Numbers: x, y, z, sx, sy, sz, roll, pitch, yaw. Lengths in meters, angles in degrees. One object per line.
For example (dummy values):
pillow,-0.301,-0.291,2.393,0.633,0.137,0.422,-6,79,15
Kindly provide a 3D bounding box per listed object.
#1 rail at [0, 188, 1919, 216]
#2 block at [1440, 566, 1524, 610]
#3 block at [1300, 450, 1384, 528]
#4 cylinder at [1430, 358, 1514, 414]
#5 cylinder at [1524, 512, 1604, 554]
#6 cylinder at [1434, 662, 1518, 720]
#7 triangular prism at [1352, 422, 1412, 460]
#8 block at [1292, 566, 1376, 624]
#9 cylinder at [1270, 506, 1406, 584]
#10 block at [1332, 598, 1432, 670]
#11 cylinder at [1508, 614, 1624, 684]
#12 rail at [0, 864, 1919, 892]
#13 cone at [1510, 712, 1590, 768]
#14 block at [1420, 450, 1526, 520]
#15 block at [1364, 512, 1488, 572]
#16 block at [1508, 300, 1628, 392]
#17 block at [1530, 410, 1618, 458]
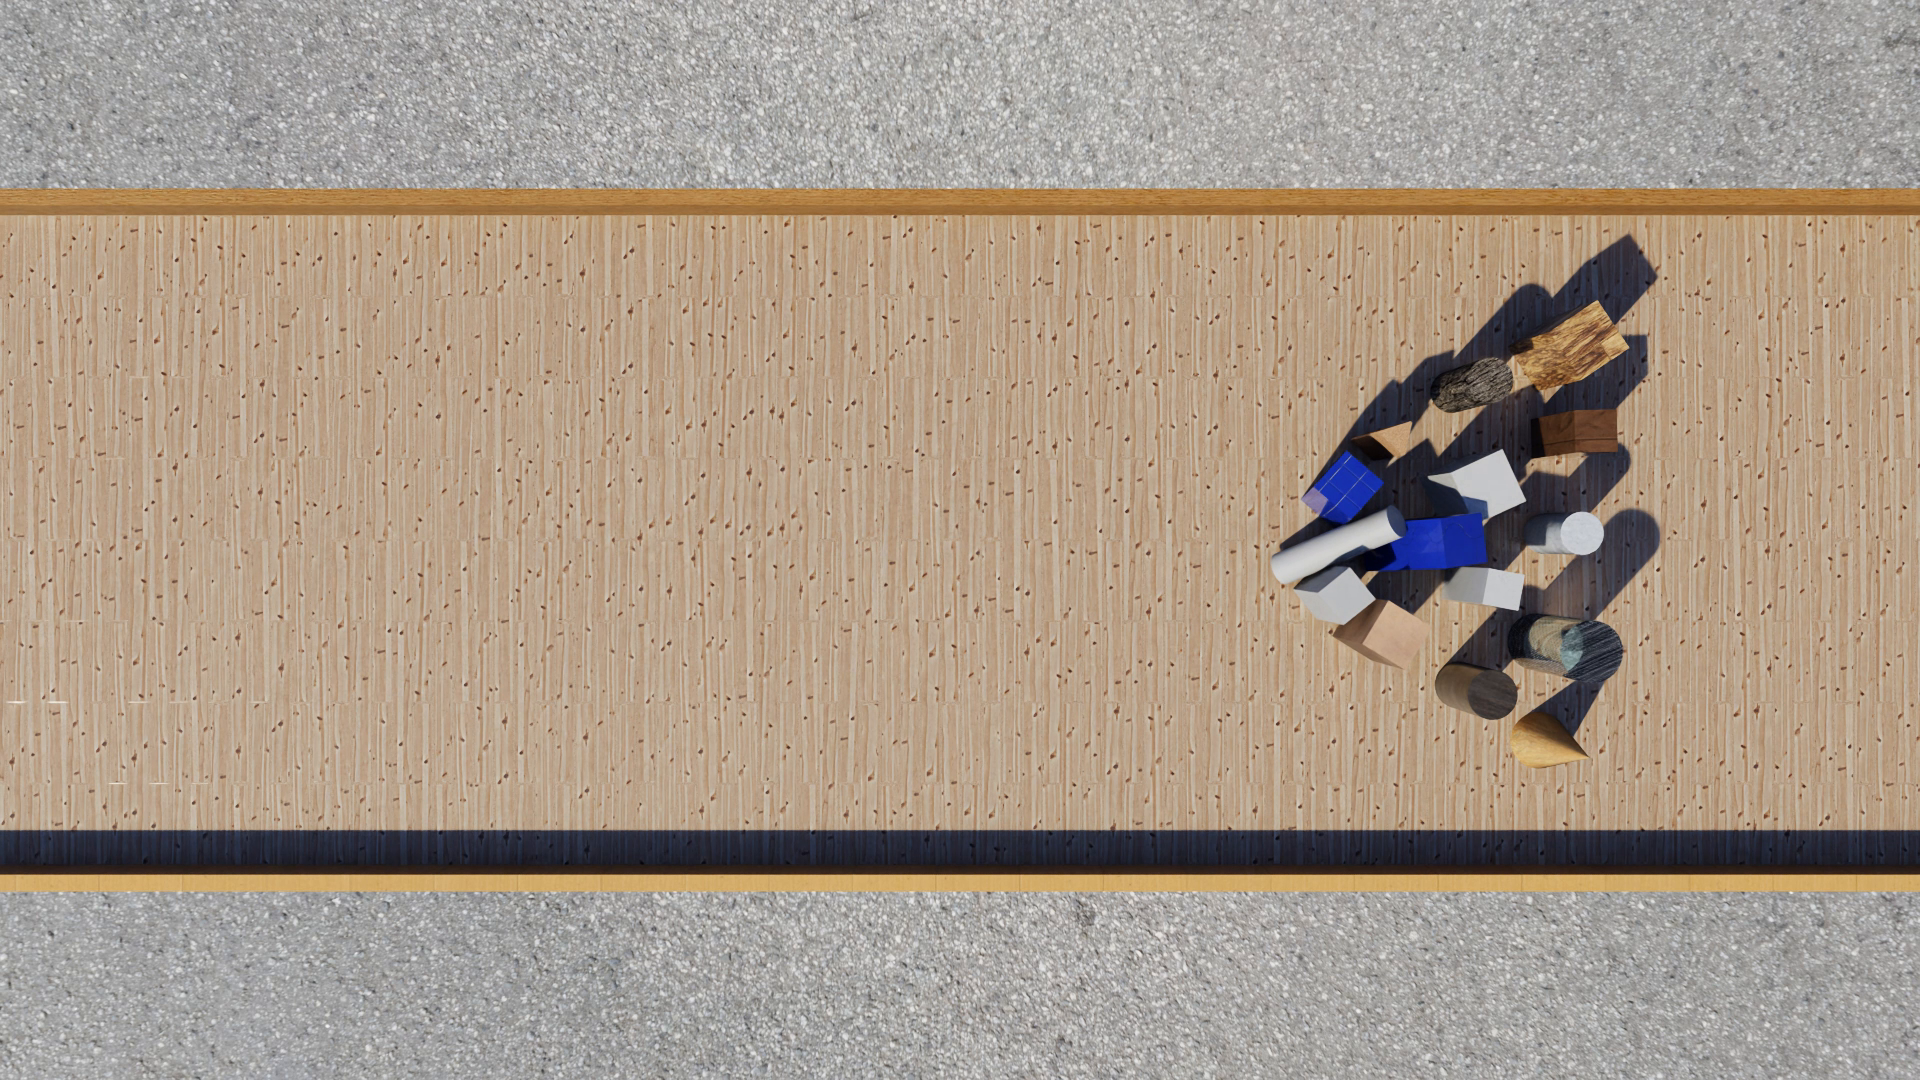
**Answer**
rail,-2.247,-1.025,5.002,12.000,0.150,0.050,0,90,0
block,1.538,0.140,4.871,0.103,0.411,0.103,10,90,0
block,1.132,-0.144,4.900,0.141,0.338,0.141,42,90,7
cylinder,1.513,-0.456,4.889,0.130,0.375,0.130,0,90,0
cylinder,1.797,-0.019,4.920,0.125,0.313,0.125,0,90,0
cylinder,1.533,0.446,4.912,0.145,0.329,0.145,0,90,0
triangular prism,1.267,-0.308,4.905,0.098,0.343,0.085,43,90,0
block,1.107,0.160,4.898,0.118,0.358,0.118,-39,90,0
cylinder,1.123,0.017,4.908,0.412,0.100,0.100,-27,90,39
block,1.243,0.271,4.881,0.145,0.391,0.145,31,90,0
cylinder,1.772,0.314,4.851,0.176,0.450,0.176,0,90,0
rail,-2.247,1.025,5.001,12.000,0.150,0.050,0,90,0
cone,1.782,0.616,4.871,0.174,0.411,0.174,0,90,0
block,1.524,-0.153,4.919,0.165,0.312,0.165,-25,90,-1
block,1.363,0.009,4.869,0.143,0.388,0.143,-8,90,-21
block,1.799,-0.572,4.896,0.165,0.361,0.165,-34,90,0
block,1.819,-0.312,4.897,0.122,0.360,0.122,-1,90,0
